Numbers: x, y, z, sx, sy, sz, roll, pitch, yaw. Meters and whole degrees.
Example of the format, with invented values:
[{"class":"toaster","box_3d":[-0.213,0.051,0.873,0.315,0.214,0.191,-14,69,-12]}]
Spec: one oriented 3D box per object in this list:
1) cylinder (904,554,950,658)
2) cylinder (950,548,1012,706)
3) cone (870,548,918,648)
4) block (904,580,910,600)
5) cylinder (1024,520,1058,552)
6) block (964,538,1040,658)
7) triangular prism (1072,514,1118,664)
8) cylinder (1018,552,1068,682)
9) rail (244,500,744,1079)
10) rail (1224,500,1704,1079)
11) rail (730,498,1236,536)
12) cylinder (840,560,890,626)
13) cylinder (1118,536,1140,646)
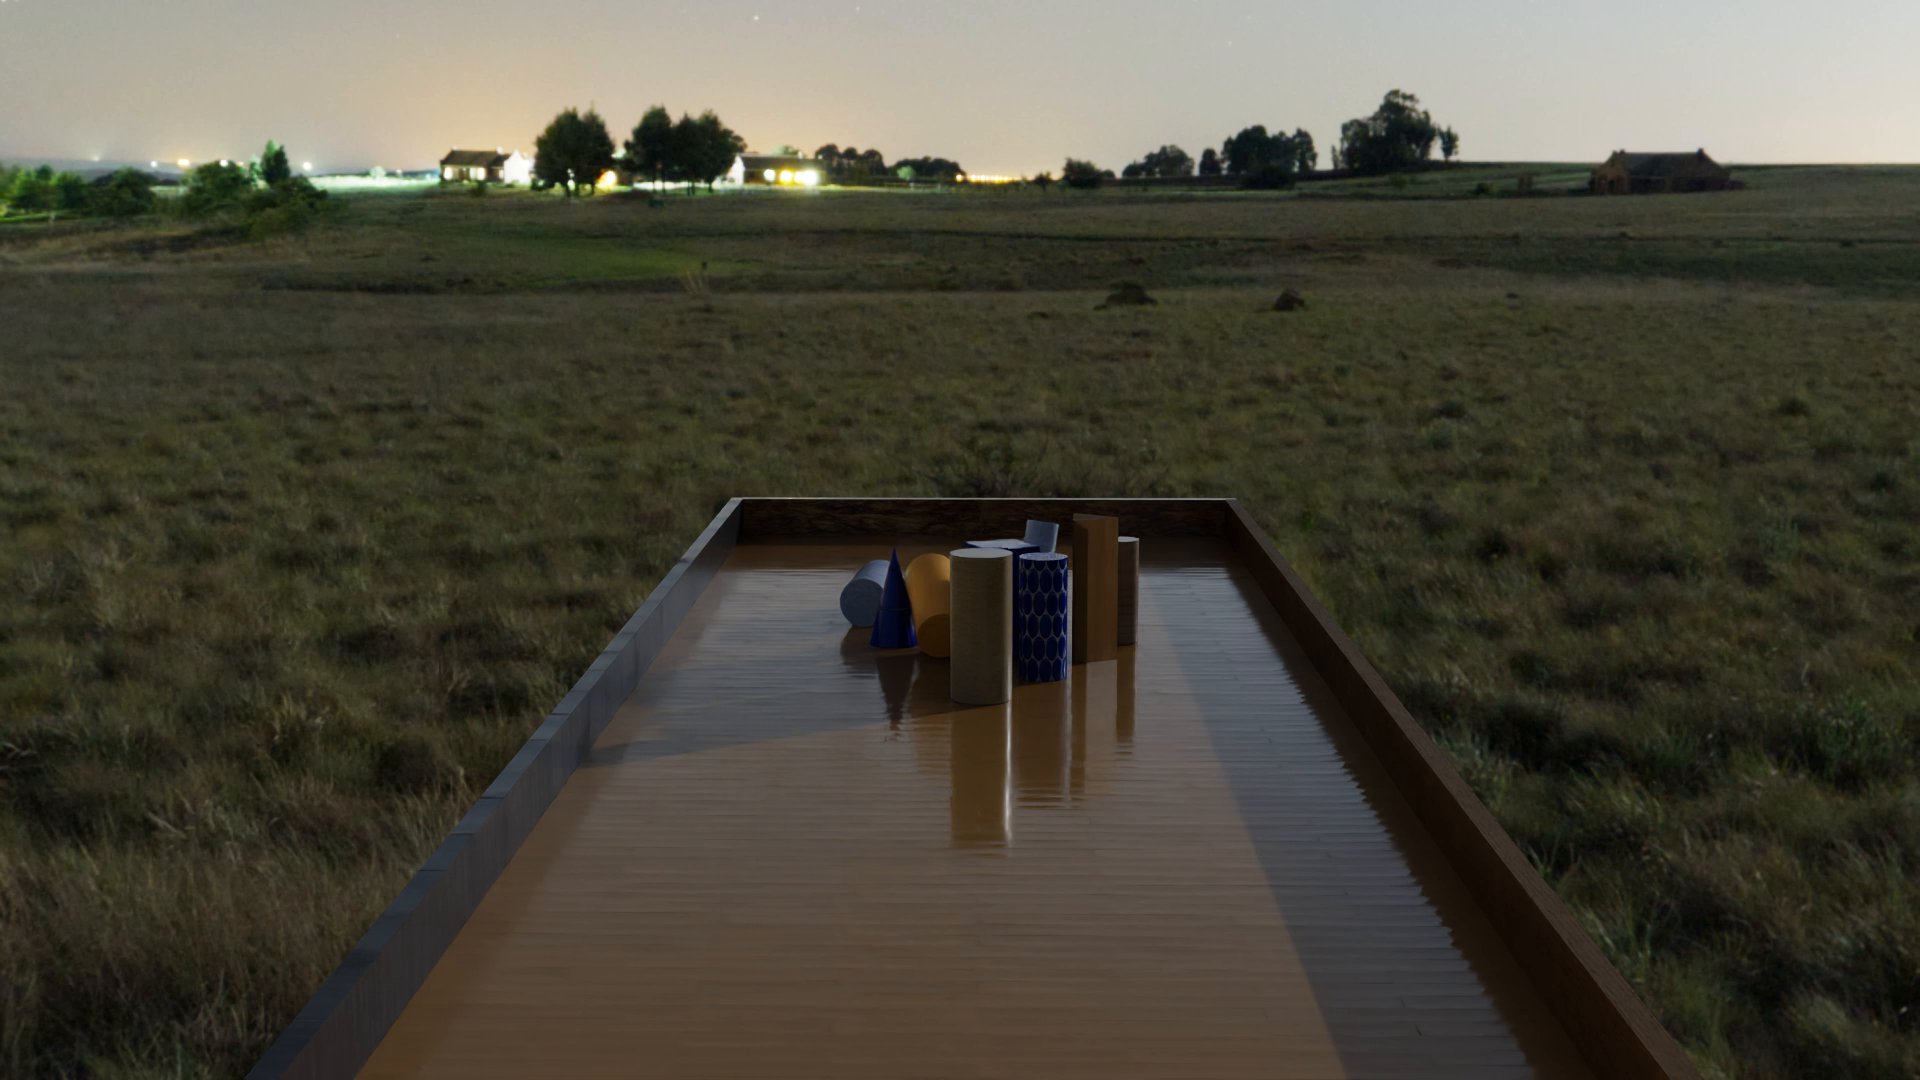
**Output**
[{"class":"cylinder","box_3d":[-0.074,0.201,6.842,0.160,0.160,0.349,-1,32,-8]},{"class":"cylinder","box_3d":[0.060,0.241,6.156,0.175,0.416,0.175,0,9,0]},{"class":"cone","box_3d":[-0.206,0.172,6.922,0.164,0.312,0.164,0,9,0]},{"class":"block","box_3d":[-0.092,0.222,7.217,0.123,0.123,0.400,-2,9,-10]},{"class":"cylinder","box_3d":[0.234,0.129,6.947,0.101,0.378,0.101,9,0,0]},{"class":"block","box_3d":[0.126,0.181,6.776,0.174,0.341,0.174,-4,10,-25]},{"class":"triangular prism","box_3d":[0.381,0.144,6.704,0.155,0.438,0.134,-4,10,-26]},{"class":"cylinder","box_3d":[0.243,0.225,6.443,0.143,0.359,0.143,0,9,0]},{"class":"rail","box_3d":[-1.004,0.839,3.234,0.050,0.150,12.000,0,9,1]},{"class":"rail","box_3d":[1.046,0.843,3.208,0.050,0.150,12.000,0,9,1]},{"class":"rail","box_3d":[0.099,-0.098,9.147,2.100,0.150,0.050,0,9,1]},{"class":"cylinder","box_3d":[-0.295,0.176,7.386,0.161,0.161,0.383,1,9,6]},{"class":"cylinder","box_3d":[0.511,0.161,6.936,0.104,0.331,0.104,0,9,0]}]
